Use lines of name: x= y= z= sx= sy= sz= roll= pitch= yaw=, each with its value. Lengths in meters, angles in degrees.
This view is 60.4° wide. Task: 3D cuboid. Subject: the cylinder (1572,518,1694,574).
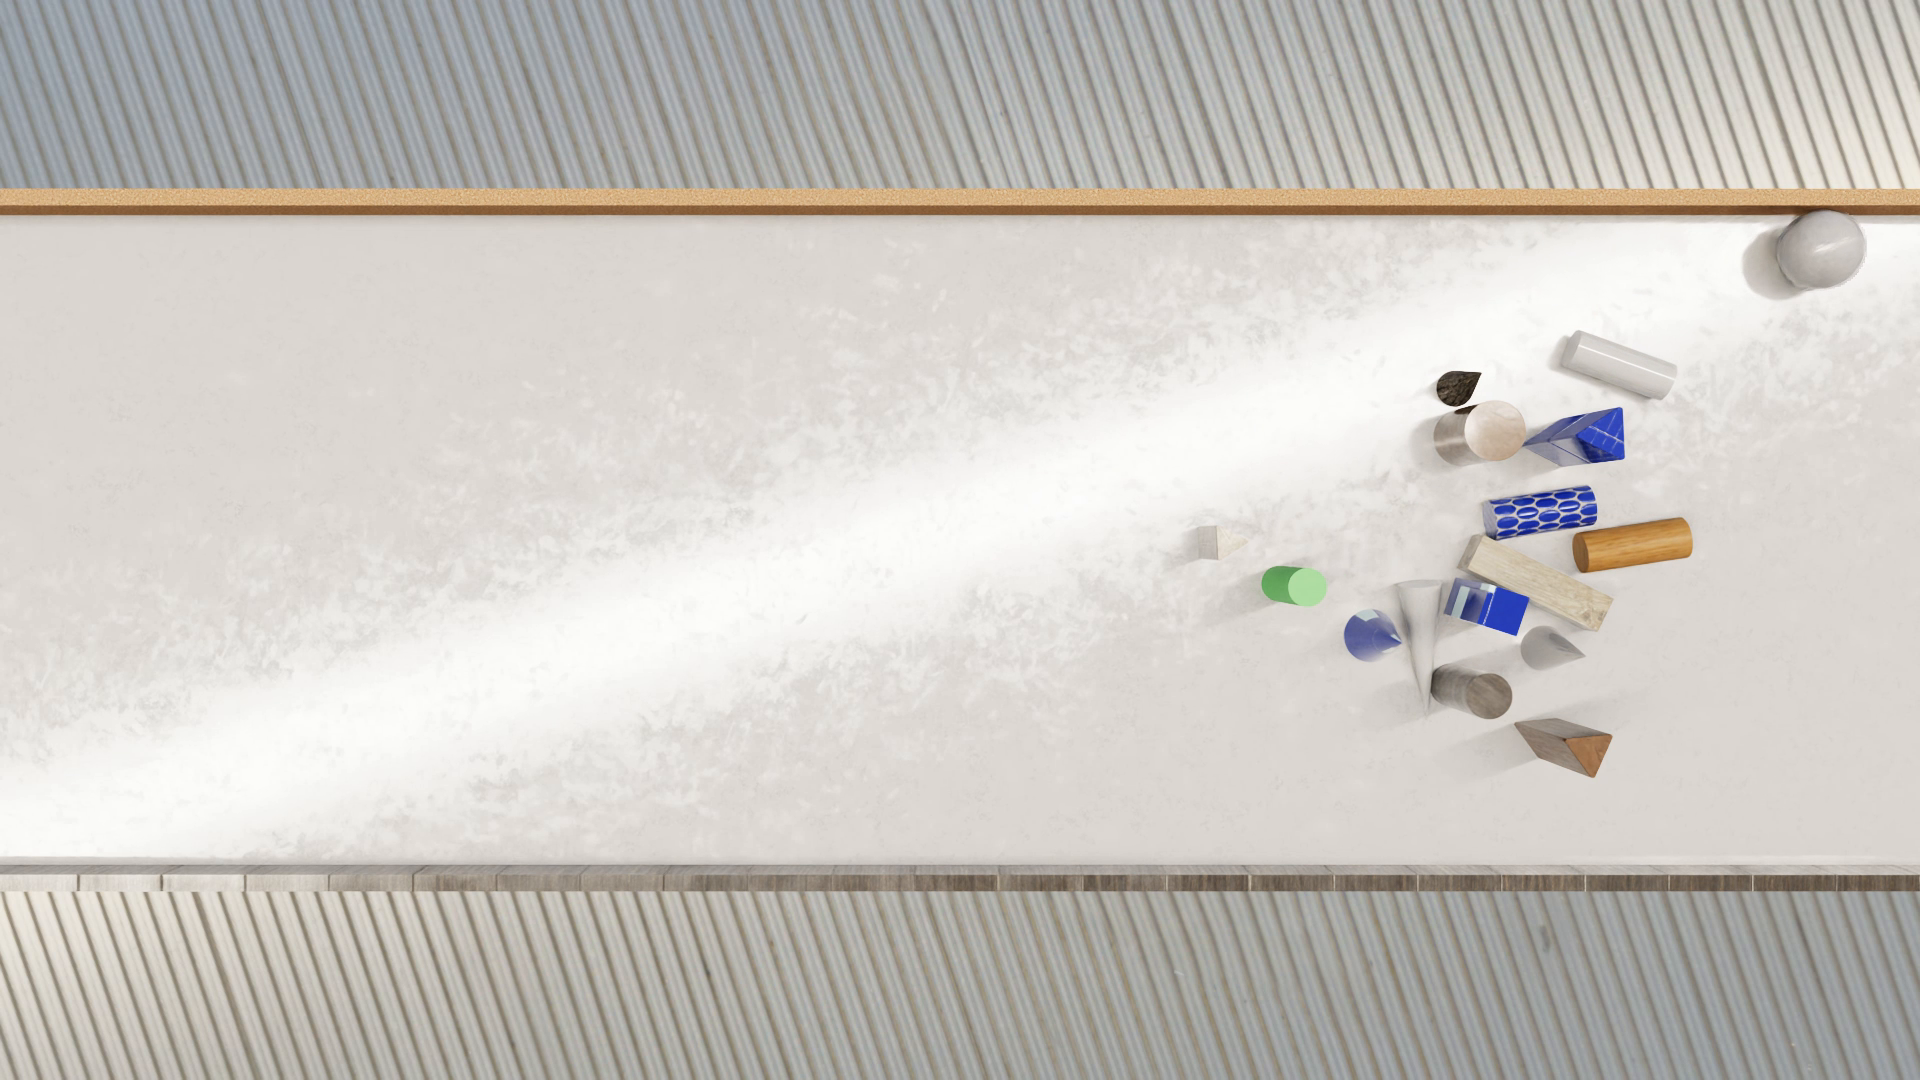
cylinder: x=2.043 y=0.016 z=5.013 sx=0.316 sy=0.126 sz=0.126 roll=-9 pitch=90 yaw=0

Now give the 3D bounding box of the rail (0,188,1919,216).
rail: x=-2.247 y=-1.025 z=5.002 sx=12.000 sy=0.150 sz=0.050 roll=0 pitch=90 yaw=0

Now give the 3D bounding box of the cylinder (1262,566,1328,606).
cylinder: x=0.983 y=0.134 z=4.869 sx=0.110 sy=0.414 sz=0.110 roll=0 pitch=90 yaw=0

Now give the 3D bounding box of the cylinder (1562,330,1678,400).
cylinder: x=2.005 y=-0.532 z=5.018 sx=0.309 sy=0.117 sz=0.117 roll=20 pitch=90 yaw=0

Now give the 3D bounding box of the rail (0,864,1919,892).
rail: x=-2.247 y=1.025 z=5.001 sx=12.000 sy=0.150 sz=0.050 roll=0 pitch=90 yaw=0

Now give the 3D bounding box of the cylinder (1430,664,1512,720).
cylinder: x=1.511 y=0.446 z=4.891 sx=0.133 sy=0.370 sz=0.133 roll=0 pitch=90 yaw=0

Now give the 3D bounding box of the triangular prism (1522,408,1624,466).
triangular prism: x=1.824 y=-0.316 z=4.847 sx=0.146 sy=0.458 sz=0.126 roll=27 pitch=90 yaw=0

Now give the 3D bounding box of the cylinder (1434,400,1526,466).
cylinder: x=1.545 y=-0.316 z=4.917 sx=0.177 sy=0.319 sz=0.177 roll=0 pitch=90 yaw=0

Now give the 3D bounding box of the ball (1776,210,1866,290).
ball: x=2.588 y=-0.873 z=4.959 sx=0.236 sy=0.236 sz=0.236 roll=0 pitch=90 yaw=0

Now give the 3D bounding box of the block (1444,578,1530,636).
block: x=1.556 y=0.195 z=4.889 sx=0.118 sy=0.368 sz=0.118 roll=18 pitch=92 yaw=1

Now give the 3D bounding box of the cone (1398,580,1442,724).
cone: x=1.418 y=0.350 z=5.044 sx=0.131 sy=0.131 sz=0.441 roll=-5 pitch=98 yaw=0

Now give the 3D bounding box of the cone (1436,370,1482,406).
cone: x=1.513 y=-0.474 z=4.909 sx=0.113 sy=0.328 sz=0.113 roll=0 pitch=87 yaw=3

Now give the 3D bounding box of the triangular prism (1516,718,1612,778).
triangular prism: x=1.791 y=0.584 z=4.861 sx=0.115 sy=0.432 sz=0.132 roll=-36 pitch=90 yaw=0

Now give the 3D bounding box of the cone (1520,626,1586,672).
cone: x=1.796 y=0.333 z=4.901 sx=0.141 sy=0.351 sz=0.141 roll=0 pitch=90 yaw=0

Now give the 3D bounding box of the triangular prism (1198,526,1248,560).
triangular prism: x=0.756 y=-0.005 z=4.886 sx=0.100 sy=0.381 sz=0.086 roll=-33 pitch=90 yaw=0

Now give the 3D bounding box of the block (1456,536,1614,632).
block: x=1.748 y=0.131 z=5.020 sx=0.436 sy=0.112 sz=0.112 roll=26 pitch=90 yaw=0

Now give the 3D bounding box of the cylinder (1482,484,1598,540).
cylinder: x=1.761 y=-0.082 z=5.014 sx=0.305 sy=0.126 sz=0.126 roll=-9 pitch=90 yaw=0

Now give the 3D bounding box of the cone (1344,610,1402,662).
cone: x=1.263 y=0.294 z=4.893 sx=0.164 sy=0.368 sz=0.164 roll=0 pitch=90 yaw=0
